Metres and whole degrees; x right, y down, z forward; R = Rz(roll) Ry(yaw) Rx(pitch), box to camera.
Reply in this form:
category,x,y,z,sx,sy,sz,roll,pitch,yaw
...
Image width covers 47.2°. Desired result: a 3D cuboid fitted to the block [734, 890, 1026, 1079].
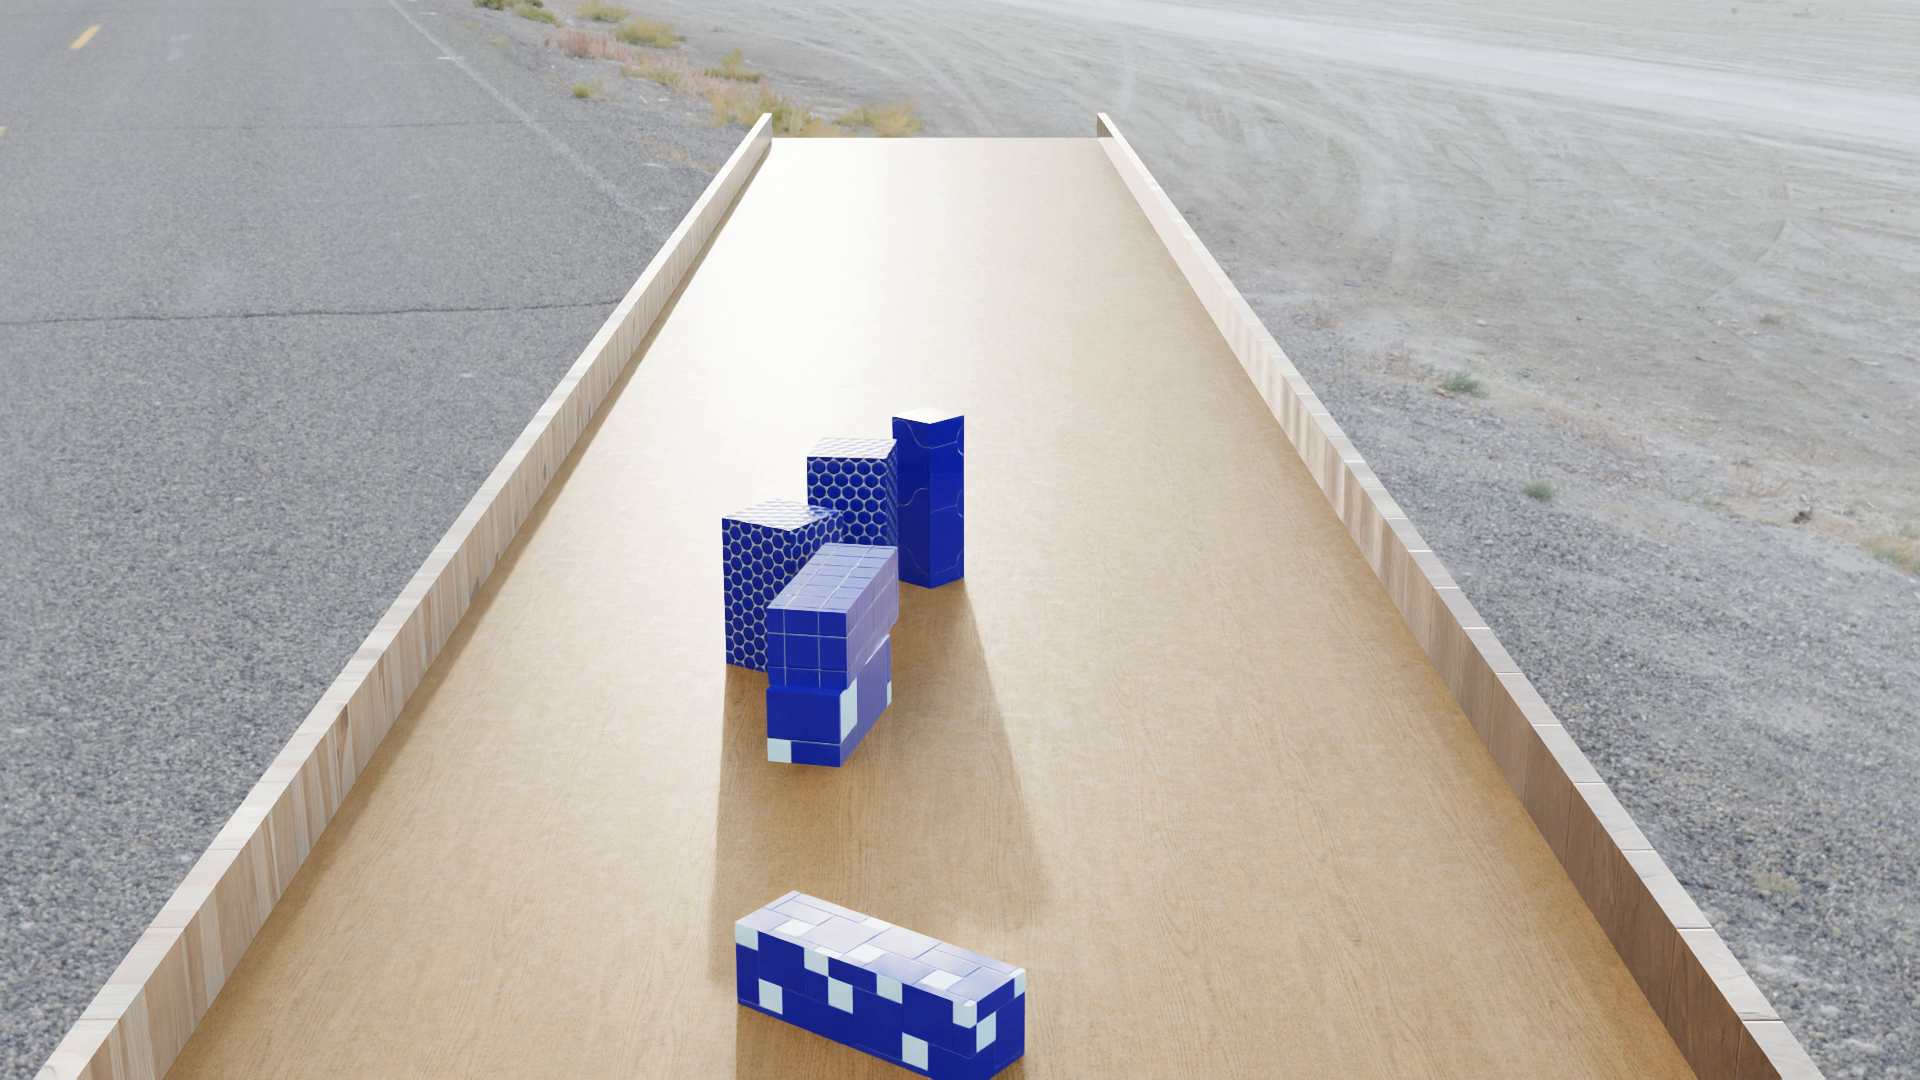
category,x,y,z,sx,sy,sz,roll,pitch,yaw
block,-0.112,0.605,2.975,0.401,0.124,0.124,12,20,35

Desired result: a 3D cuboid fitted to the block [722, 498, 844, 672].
category,x,y,z,sx,sy,sz,roll,pitch,yaw
block,-0.350,0.094,4.378,0.170,0.303,0.170,11,20,32

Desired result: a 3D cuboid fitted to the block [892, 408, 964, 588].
category,x,y,z,sx,sy,sz,roll,pitch,yaw
block,-0.070,-0.094,4.884,0.113,0.376,0.113,14,22,39

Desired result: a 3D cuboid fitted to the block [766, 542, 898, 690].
category,x,y,z,sx,sy,sz,roll,pitch,yaw
block,-0.229,0.135,4.054,0.143,0.143,0.408,3,17,11

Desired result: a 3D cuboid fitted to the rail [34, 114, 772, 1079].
category,x,y,z,sx,sy,sz,roll,pitch,yaw
rail,-1.118,-0.838,7.780,0.050,0.150,12.000,0,17,-1

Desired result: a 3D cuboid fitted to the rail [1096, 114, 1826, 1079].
category,x,y,z,sx,sy,sz,roll,pitch,yaw
rail,0.932,-0.844,7.801,0.050,0.150,12.000,0,17,-1

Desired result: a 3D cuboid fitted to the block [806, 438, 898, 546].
category,x,y,z,sx,sy,sz,roll,pitch,yaw
block,-0.224,-0.017,4.640,0.164,0.367,0.164,2,17,7

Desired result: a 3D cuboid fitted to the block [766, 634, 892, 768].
category,x,y,z,sx,sy,sz,roll,pitch,yaw
block,-0.236,0.286,4.032,0.134,0.134,0.339,4,17,13
